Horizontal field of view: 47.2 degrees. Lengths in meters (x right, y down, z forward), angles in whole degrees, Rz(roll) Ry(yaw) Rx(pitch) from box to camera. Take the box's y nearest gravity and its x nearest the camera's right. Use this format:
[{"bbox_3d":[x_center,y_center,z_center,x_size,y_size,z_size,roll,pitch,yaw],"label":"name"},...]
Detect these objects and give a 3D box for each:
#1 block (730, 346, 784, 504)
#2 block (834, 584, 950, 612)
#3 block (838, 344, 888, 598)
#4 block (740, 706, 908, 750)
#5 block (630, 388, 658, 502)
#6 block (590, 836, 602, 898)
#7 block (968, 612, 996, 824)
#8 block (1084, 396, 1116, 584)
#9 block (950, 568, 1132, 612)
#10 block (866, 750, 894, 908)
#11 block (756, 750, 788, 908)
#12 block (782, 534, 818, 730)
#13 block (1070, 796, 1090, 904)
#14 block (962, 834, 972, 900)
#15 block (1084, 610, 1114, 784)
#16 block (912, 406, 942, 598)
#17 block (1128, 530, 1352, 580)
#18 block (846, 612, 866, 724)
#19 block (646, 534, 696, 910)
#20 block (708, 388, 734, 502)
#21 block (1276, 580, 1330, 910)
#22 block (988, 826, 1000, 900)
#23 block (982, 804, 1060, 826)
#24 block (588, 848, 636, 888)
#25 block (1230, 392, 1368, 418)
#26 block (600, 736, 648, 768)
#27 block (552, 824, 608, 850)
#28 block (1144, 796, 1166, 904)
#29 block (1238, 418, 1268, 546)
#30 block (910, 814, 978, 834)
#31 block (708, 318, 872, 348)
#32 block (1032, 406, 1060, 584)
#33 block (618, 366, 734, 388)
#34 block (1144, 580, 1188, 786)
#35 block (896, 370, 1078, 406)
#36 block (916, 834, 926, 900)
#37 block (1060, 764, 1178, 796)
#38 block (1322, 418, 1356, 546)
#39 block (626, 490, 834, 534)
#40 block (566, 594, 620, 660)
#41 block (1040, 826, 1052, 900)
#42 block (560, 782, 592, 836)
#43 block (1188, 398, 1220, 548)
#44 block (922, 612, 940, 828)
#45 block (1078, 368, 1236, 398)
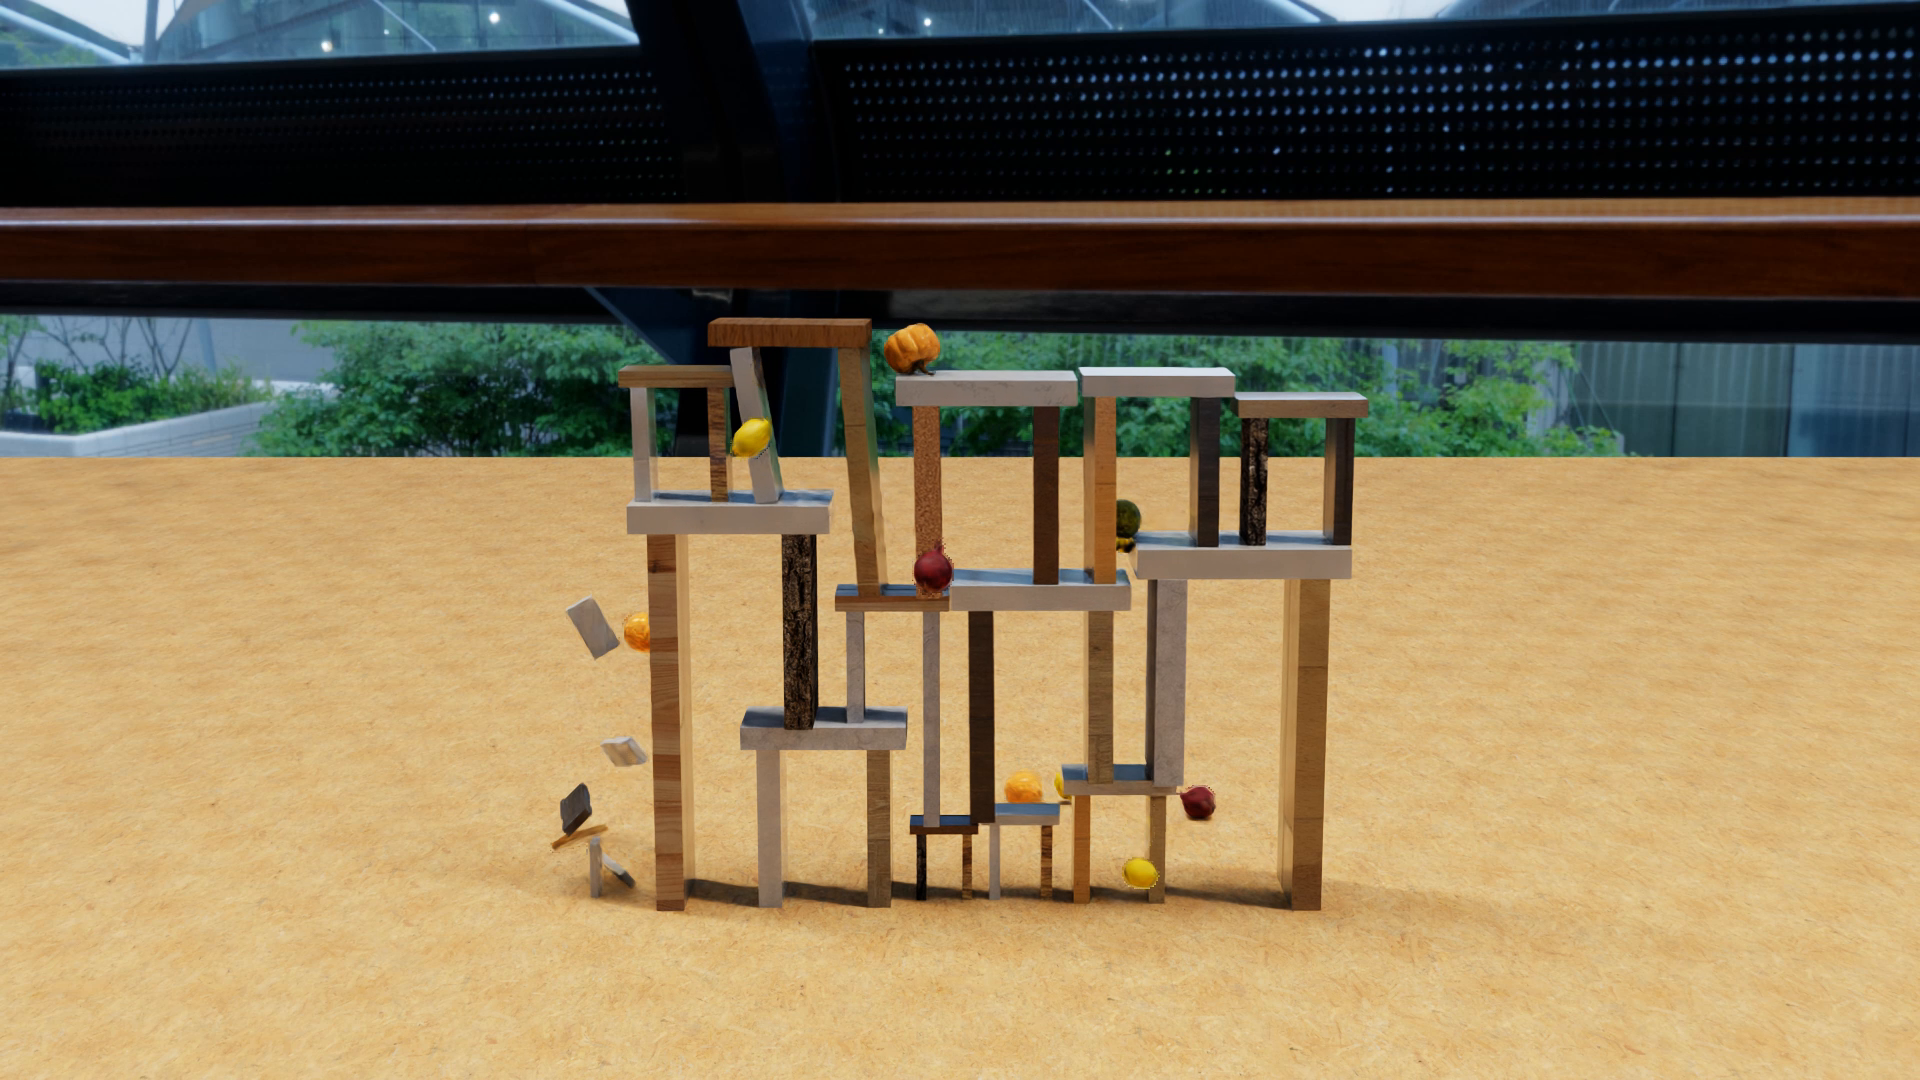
[{"bbox_3d":[-0.326,-0.191,3.523,0.035,0.247,0.123,-9,10,2],"label":"block"},{"bbox_3d":[-0.109,0.094,3.581,0.185,0.026,0.093,0,11,0],"label":"block"},{"bbox_3d":[-0.155,-0.115,3.537,0.035,0.400,0.123,-3,10,5],"label":"block"},{"bbox_3d":[-0.221,0.309,3.615,0.267,0.038,0.134,0,11,0],"label":"block"},{"bbox_3d":[-0.506,-0.159,3.531,0.026,0.183,0.091,-1,11,0],"label":"block"},{"bbox_3d":[-0.607,0.545,3.664,0.013,0.091,0.045,0,11,-1],"label":"block"},{"bbox_3d":[0.035,0.273,3.607,0.041,0.352,0.144,-1,11,0],"label":"block"},{"bbox_3d":[0.225,-0.088,3.541,0.034,0.300,0.120,-2,11,-5],"label":"block"},{"bbox_3d":[0.129,0.080,3.571,0.287,0.041,0.144,0,11,0],"label":"block"},{"bbox_3d":[-0.132,0.459,3.643,0.038,0.267,0.134,0,11,0],"label":"block"},{"bbox_3d":[-0.310,0.459,3.643,0.038,0.267,0.134,0,11,0],"label":"block"},{"bbox_3d":[-0.260,0.133,3.581,0.045,0.319,0.160,0,11,0],"label":"block"},{"bbox_3d":[0.200,0.499,3.649,0.026,0.185,0.093,0,11,0],"label":"block"},{"bbox_3d":[0.012,0.535,3.655,0.016,0.113,0.057,0,11,0],"label":"block"},{"bbox_3d":[0.226,0.241,3.601,0.041,0.287,0.144,-1,11,0],"label":"block"},{"bbox_3d":[-0.052,-0.071,3.551,0.041,0.309,0.143,-1,11,0],"label":"block"},{"bbox_3d":[0.450,0.023,3.566,0.340,0.048,0.170,0,11,0],"label":"block"},{"bbox_3d":[-0.170,0.198,3.600,0.026,0.185,0.093,0,11,0],"label":"block"},{"bbox_3d":[-0.472,0.283,3.609,0.045,0.625,0.160,0,11,0],"label":"block"},{"bbox_3d":[-0.385,-0.159,3.531,0.026,0.183,0.091,-1,11,0],"label":"block"},{"bbox_3d":[0.564,0.318,3.622,0.048,0.552,0.170,0,11,0],"label":"block"},{"bbox_3d":[0.057,0.527,3.658,0.018,0.129,0.064,0,11,0],"label":"block"},{"bbox_3d":[0.100,0.454,3.642,0.129,0.018,0.064,0,11,2],"label":"block"},{"bbox_3d":[-0.587,0.549,3.706,0.091,0.045,0.013,29,69,36],"label":"block"},{"bbox_3d":[0.542,-0.217,3.522,0.205,0.029,0.103,0,11,0],"label":"block"},{"bbox_3d":[-0.595,0.375,3.891,0.015,0.053,0.105,-44,18,-32],"label":"block"},{"bbox_3d":[-0.643,0.502,3.719,0.045,0.013,0.091,-32,-13,33],"label":"block"},{"bbox_3d":[0.324,0.499,3.649,0.026,0.185,0.093,0,11,0],"label":"block"},{"bbox_3d":[0.473,-0.101,3.542,0.029,0.205,0.103,0,11,0],"label":"block"},{"bbox_3d":[-0.026,0.471,3.642,0.113,0.016,0.057,0,11,0],"label":"block"},{"bbox_3d":[-0.269,-0.330,3.497,0.247,0.035,0.123,1,10,2],"label":"block"},{"bbox_3d":[0.138,-0.082,3.549,0.041,0.286,0.143,0,11,1],"label":"block"},{"bbox_3d":[-0.448,-0.262,3.513,0.183,0.026,0.091,0,11,0],"label":"block"},{"bbox_3d":[0.336,0.215,3.600,0.048,0.340,0.170,0,11,0],"label":"block"},{"bbox_3d":[0.041,-0.243,3.519,0.286,0.041,0.143,0,11,0],"label":"block"},{"bbox_3d":[-0.064,0.535,3.655,0.016,0.113,0.057,0,11,0],"label":"block"},{"bbox_3d":[0.261,0.395,3.630,0.185,0.026,0.093,0,11,0],"label":"block"},{"bbox_3d":[0.610,-0.101,3.543,0.029,0.205,0.103,0,11,0],"label":"block"},{"bbox_3d":[-0.366,-0.046,3.548,0.320,0.045,0.160,0,11,0],"label":"block"},{"bbox_3d":[-0.649,0.154,3.891,0.053,0.105,0.015,-31,21,-11],"label":"block"},{"bbox_3d":[0.143,0.526,3.658,0.018,0.129,0.064,0,11,0],"label":"block"},{"bbox_3d":[-0.633,0.443,3.620,0.053,0.015,0.105,-43,22,4],"label":"block"},{"bbox_3d":[0.393,-0.117,3.534,0.034,0.239,0.120,-1,11,0],"label":"block"},{"bbox_3d":[-0.047,0.285,3.616,0.026,0.361,0.093,0,11,0],"label":"block"},{"bbox_3d":[0.312,-0.252,3.512,0.239,0.034,0.120,0,11,0],"label":"block"}]
